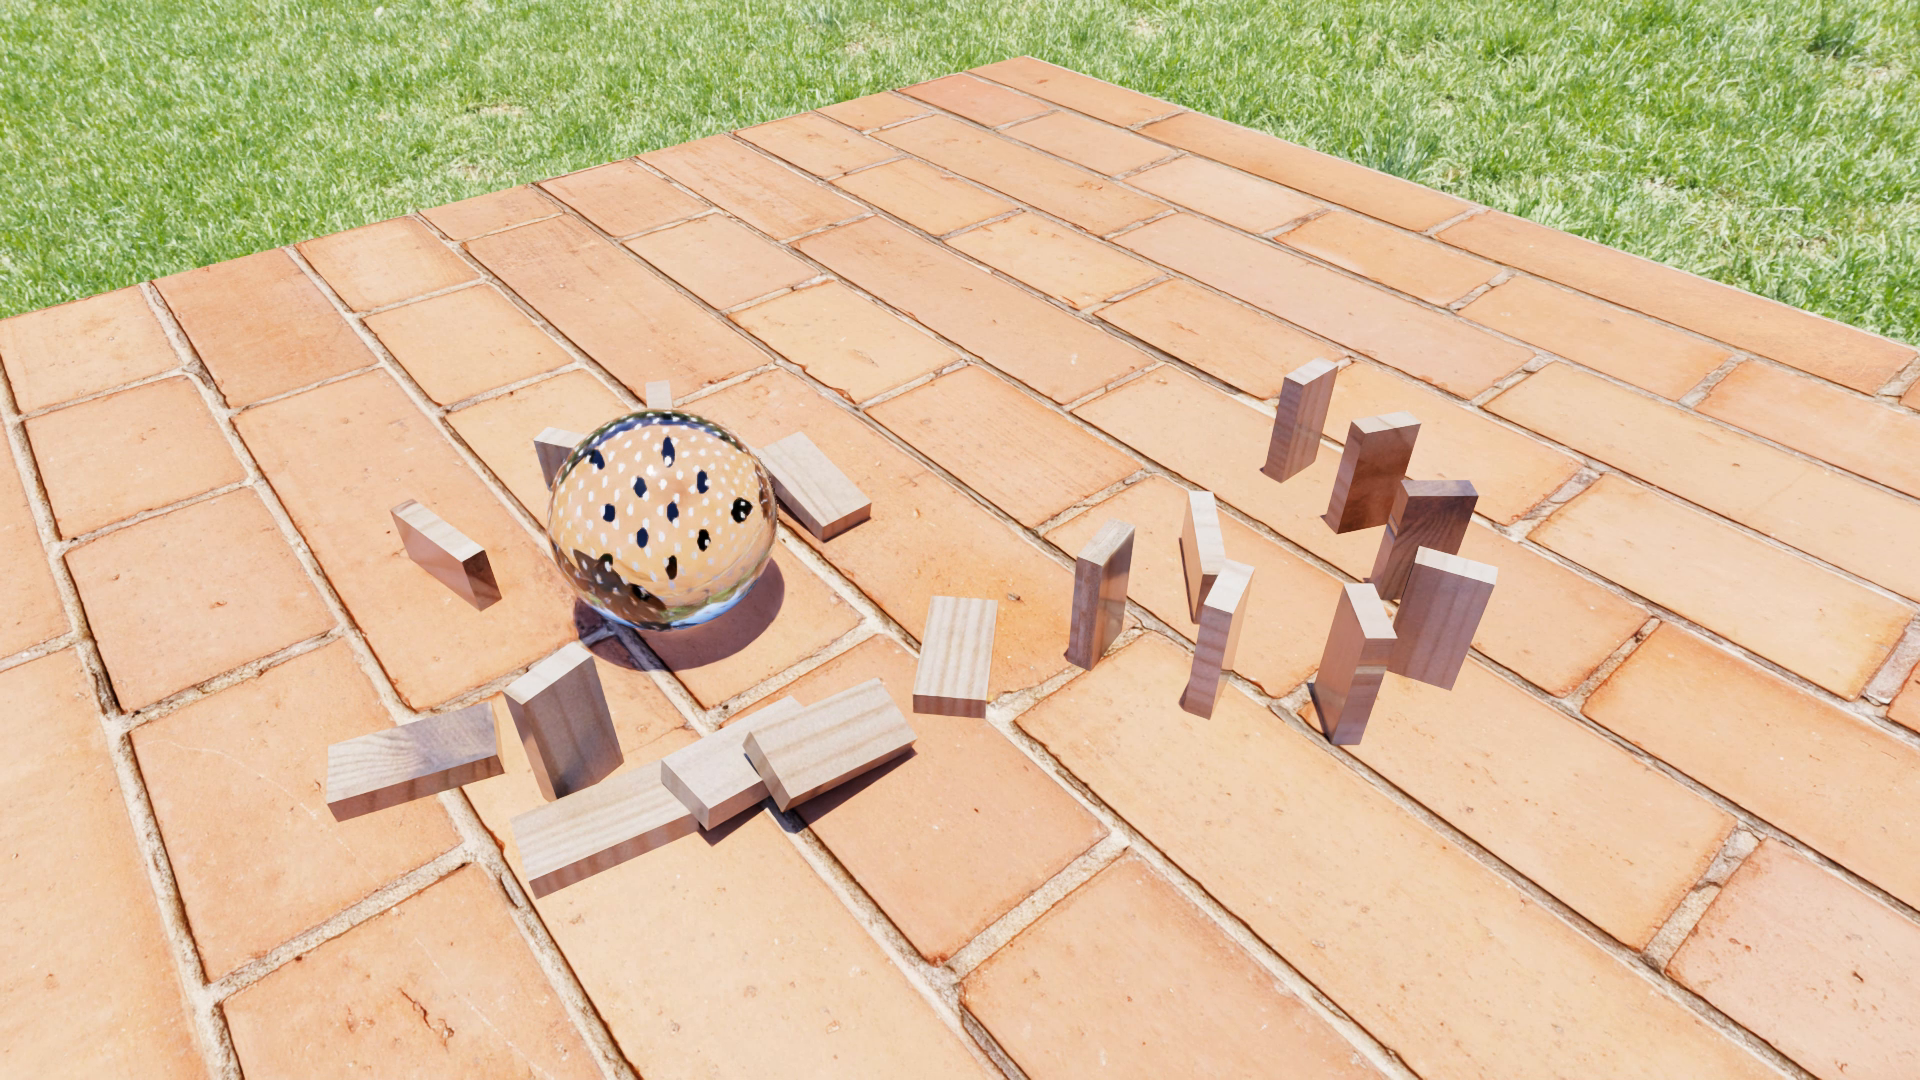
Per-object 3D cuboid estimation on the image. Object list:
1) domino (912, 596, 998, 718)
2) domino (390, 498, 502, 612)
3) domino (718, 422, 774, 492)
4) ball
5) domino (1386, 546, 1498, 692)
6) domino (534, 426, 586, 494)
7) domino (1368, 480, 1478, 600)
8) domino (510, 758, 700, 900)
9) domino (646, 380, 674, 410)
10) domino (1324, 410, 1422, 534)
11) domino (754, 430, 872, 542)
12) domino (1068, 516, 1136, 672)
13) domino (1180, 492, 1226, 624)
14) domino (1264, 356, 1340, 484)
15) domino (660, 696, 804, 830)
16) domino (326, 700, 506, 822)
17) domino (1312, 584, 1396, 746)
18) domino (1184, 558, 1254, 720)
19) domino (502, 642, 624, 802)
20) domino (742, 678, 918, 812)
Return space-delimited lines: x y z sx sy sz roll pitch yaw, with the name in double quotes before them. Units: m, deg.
"domino" -0.001 0.041 0.393 0.025 0.010 0.050 4 39 5
"domino" -0.199 0.005 0.425 0.050 0.025 0.009 27 46 29
"domino" -0.102 -0.033 0.484 0.025 0.010 0.050 -31 48 -32
"ball" -0.107 -0.007 0.397 0.080 0.080 0.080 0 39 0
"domino" 0.163 0.028 0.378 0.025 0.050 0.010 18 42 20
"domino" -0.149 -0.019 0.435 0.025 0.050 0.009 12 41 15
"domino" 0.172 0.001 0.411 0.025 0.050 0.009 0 39 0
"domino" -0.109 0.087 0.337 0.050 0.009 0.025 -20 43 -22
"domino" -0.121 -0.038 0.458 0.009 0.050 0.025 -10 40 -12
"domino" 0.166 -0.027 0.444 0.025 0.050 0.010 -11 41 -13
"domino" -0.063 -0.023 0.463 0.025 0.009 0.050 -29 60 -31
"domino" 0.050 0.020 0.388 0.009 0.050 0.025 22 44 25
"domino" 0.094 0.006 0.424 0.010 0.025 0.050 2 39 3
"domino" 0.147 -0.051 0.474 0.025 0.050 0.010 -29 47 -30
"domino" -0.066 0.070 0.350 0.025 0.009 0.050 35 40 31
"domino" -0.176 0.071 0.357 0.050 0.010 0.025 -15 42 -17
"domino" 0.129 0.041 0.361 0.010 0.050 0.025 0 39 0
"domino" 0.087 0.034 0.370 0.010 0.050 0.025 18 43 21
"domino" -0.122 0.058 0.340 0.009 0.050 0.025 25 46 28
"domino" -0.041 0.064 0.350 0.050 0.010 0.025 -19 63 -40
